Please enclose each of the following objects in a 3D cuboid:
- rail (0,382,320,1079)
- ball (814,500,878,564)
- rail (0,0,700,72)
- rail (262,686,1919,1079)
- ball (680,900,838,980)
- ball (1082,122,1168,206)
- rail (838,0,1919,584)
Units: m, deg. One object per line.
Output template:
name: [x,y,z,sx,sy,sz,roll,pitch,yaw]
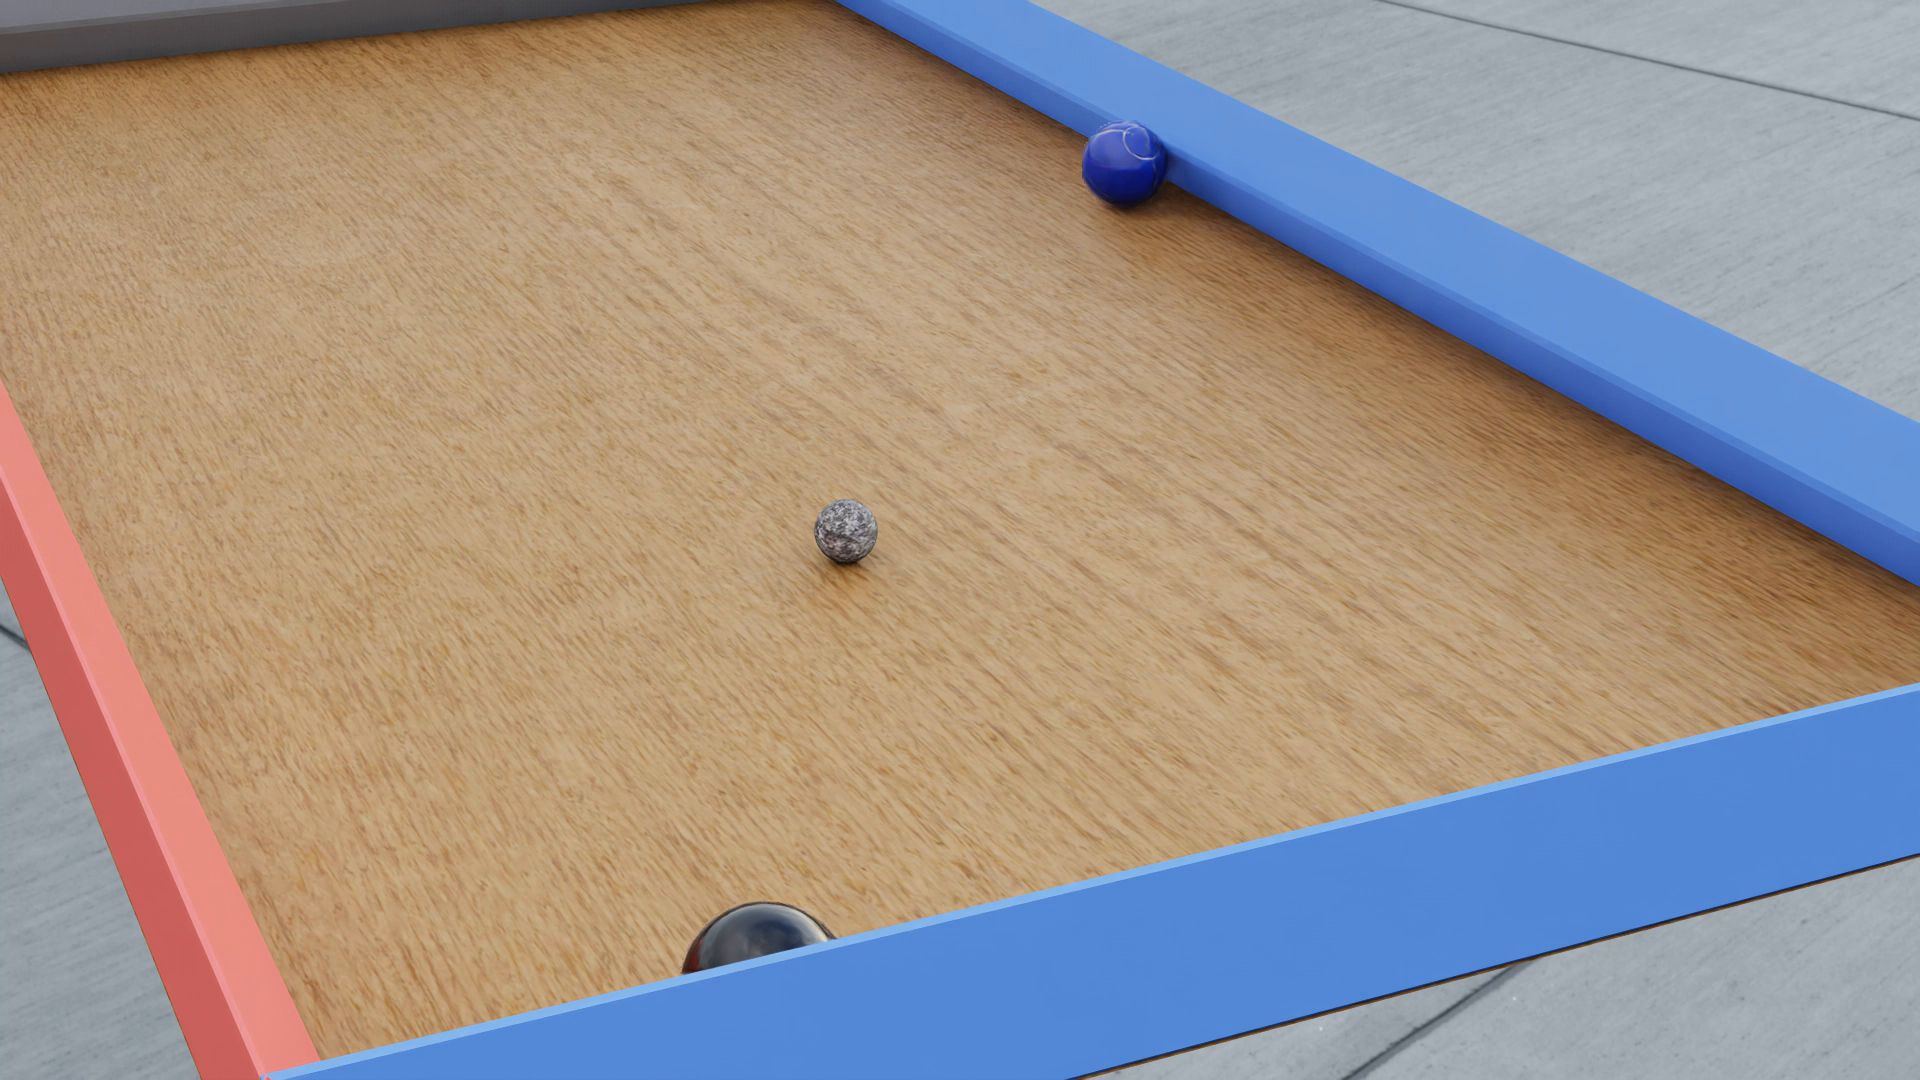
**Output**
rail: [-0.850,-0.148,2.512,0.045,0.124,2.556,-10,25,-23]
ball: [-0.088,-0.007,2.282,0.050,0.050,0.050,0,23,0]
rail: [-0.794,-0.707,3.804,1.330,0.124,0.045,-10,25,-23]
rail: [0.258,0.197,1.714,1.330,0.124,0.045,-10,25,-23]
ball: [-0.108,0.248,1.635,0.095,0.095,0.095,0,23,0]
ball: [0.176,-0.402,3.143,0.091,0.091,0.091,0,23,0]
rail: [0.314,-0.362,3.006,0.045,0.124,2.556,-10,25,-23]
